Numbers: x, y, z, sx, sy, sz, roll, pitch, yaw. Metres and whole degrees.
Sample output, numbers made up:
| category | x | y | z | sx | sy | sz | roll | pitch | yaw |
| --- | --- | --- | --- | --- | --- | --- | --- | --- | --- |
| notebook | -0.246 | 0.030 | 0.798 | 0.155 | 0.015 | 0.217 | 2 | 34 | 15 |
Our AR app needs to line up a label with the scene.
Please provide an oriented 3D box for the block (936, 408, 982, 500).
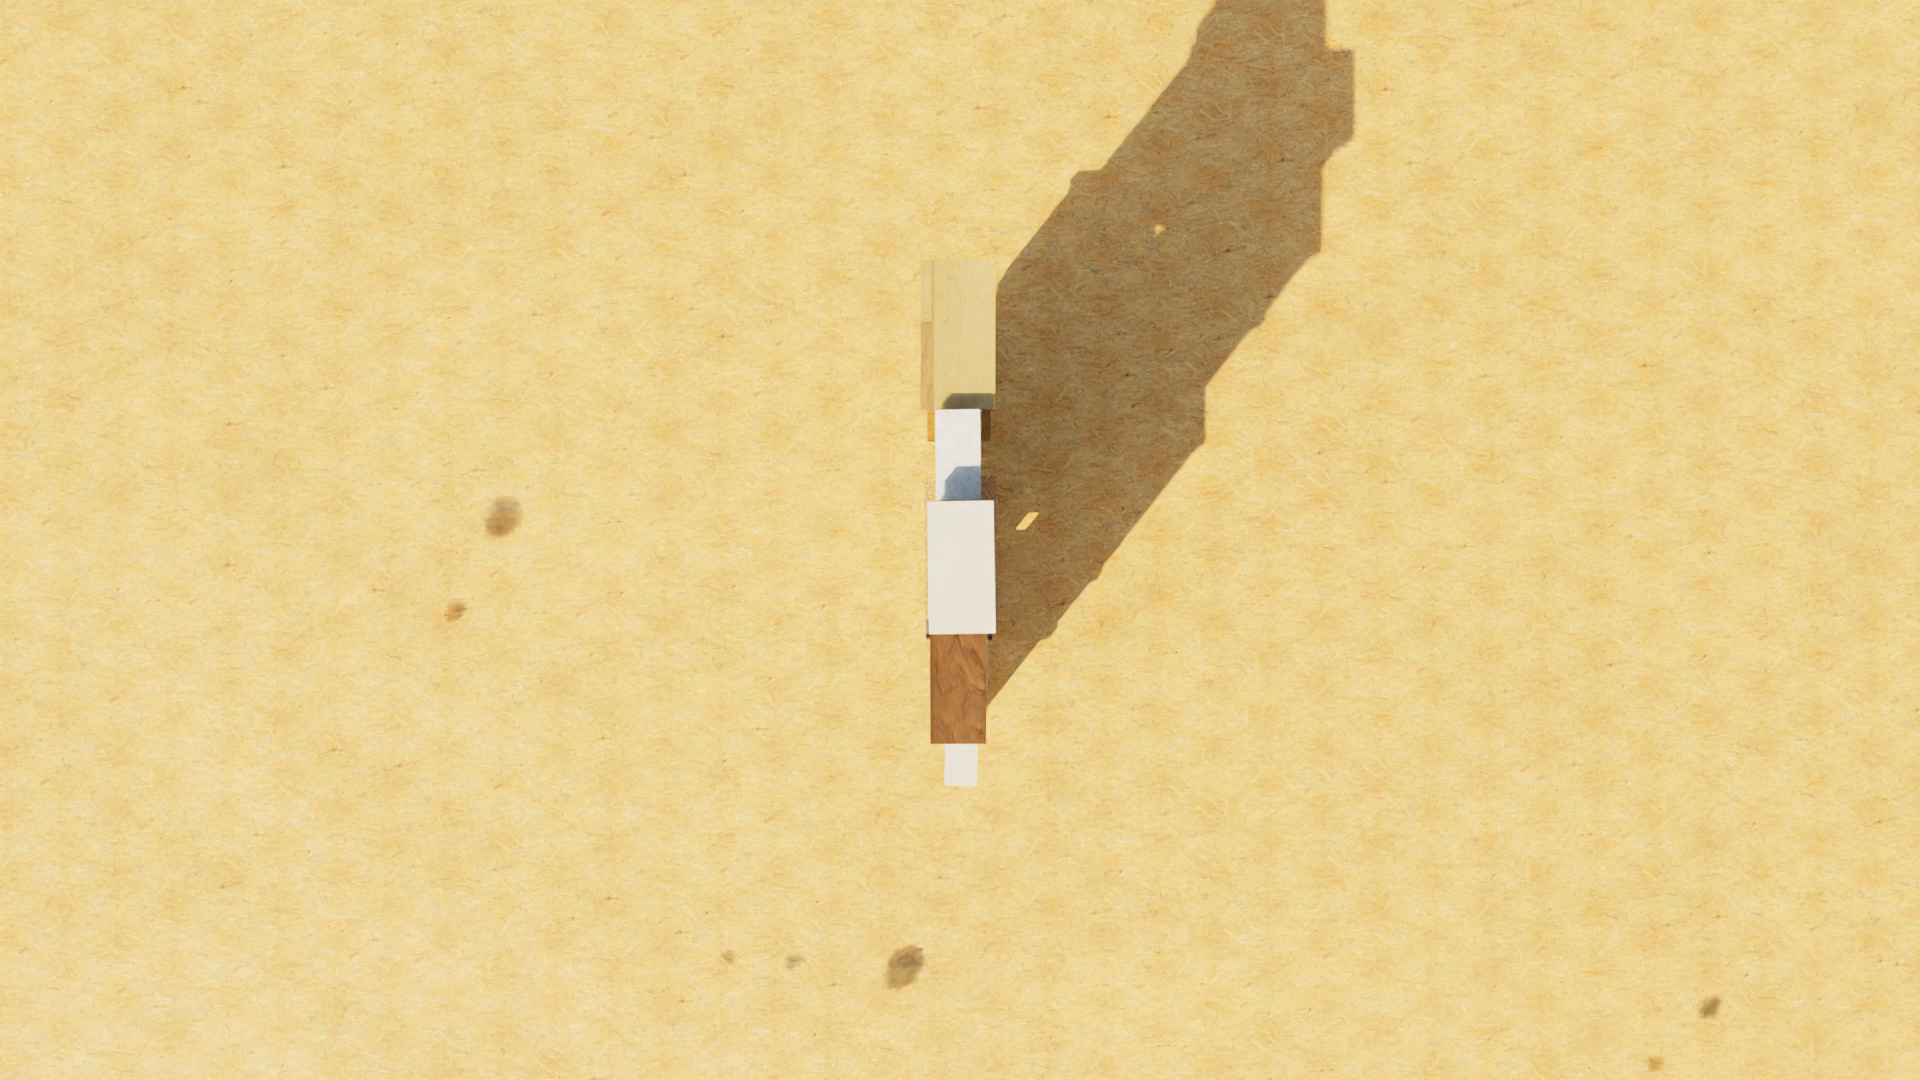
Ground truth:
| category | x | y | z | sx | sy | sz | roll | pitch | yaw |
| --- | --- | --- | --- | --- | --- | --- | --- | --- | --- |
| block | -0.004 | -0.194 | 3.756 | 0.103 | 0.029 | 0.206 | 0 | 90 | 0 |

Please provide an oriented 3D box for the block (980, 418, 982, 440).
| category | x | y | z | sx | sy | sz | roll | pitch | yaw |
| --- | --- | --- | --- | --- | --- | --- | --- | --- | --- |
| block | 0.000 | -0.262 | 3.979 | 0.103 | 0.415 | 0.029 | 0 | 90 | 0 |

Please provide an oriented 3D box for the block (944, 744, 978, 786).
| category | x | y | z | sx | sy | sz | roll | pitch | yaw |
| --- | --- | --- | --- | --- | --- | --- | --- | --- | --- |
| block | 0.004 | 0.561 | 4.350 | 0.086 | 0.024 | 0.172 | 2 | 90 | 0 |

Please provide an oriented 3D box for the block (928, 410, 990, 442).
| category | x | y | z | sx | sy | sz | roll | pitch | yaw |
| --- | --- | --- | --- | --- | --- | --- | --- | --- | --- |
| block | -0.002 | -0.414 | 4.209 | 0.161 | 0.046 | 0.322 | 0 | 90 | 0 |

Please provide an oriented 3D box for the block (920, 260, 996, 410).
| category | x | y | z | sx | sy | sz | roll | pitch | yaw |
| --- | --- | --- | --- | --- | --- | --- | --- | --- | --- |
| block | -0.004 | -0.472 | 3.818 | 0.172 | 0.049 | 0.344 | 0 | 90 | 0 |

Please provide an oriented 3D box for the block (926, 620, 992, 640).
| category | x | y | z | sx | sy | sz | roll | pitch | yaw |
| --- | --- | --- | --- | --- | --- | --- | --- | --- | --- |
| block | -0.004 | 0.089 | 4.395 | 0.174 | 0.049 | 0.347 | 0 | 90 | 0 |

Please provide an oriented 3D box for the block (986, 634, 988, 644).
| category | x | y | z | sx | sy | sz | roll | pitch | yaw |
| --- | --- | --- | --- | --- | --- | --- | --- | --- | --- |
| block | 0.003 | 0.240 | 4.240 | 0.131 | 0.261 | 0.037 | 0 | 90 | 0 |

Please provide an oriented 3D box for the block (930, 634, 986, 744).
| category | x | y | z | sx | sy | sz | roll | pitch | yaw |
| --- | --- | --- | --- | --- | --- | --- | --- | --- | --- |
| block | -0.004 | 0.339 | 3.798 | 0.128 | 0.036 | 0.257 | 0 | 90 | 0 |

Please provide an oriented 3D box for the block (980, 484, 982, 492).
| category | x | y | z | sx | sy | sz | roll | pitch | yaw |
| --- | --- | --- | --- | --- | --- | --- | --- | --- | --- |
| block | -0.003 | -0.126 | 3.874 | 0.103 | 0.206 | 0.029 | -1 | 90 | 0 |

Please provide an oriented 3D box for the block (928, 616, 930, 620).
| category | x | y | z | sx | sy | sz | roll | pitch | yaw |
| --- | --- | --- | --- | --- | --- | --- | --- | --- | --- |
| block | 0.001 | 0.158 | 3.830 | 0.147 | 0.293 | 0.042 | 0 | 90 | 0 |

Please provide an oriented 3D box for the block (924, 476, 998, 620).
| category | x | y | z | sx | sy | sz | roll | pitch | yaw |
| --- | --- | --- | --- | --- | --- | --- | --- | --- | --- |
| block | 0.002 | 0.019 | 4.001 | 0.172 | 0.049 | 0.345 | 0 | 90 | 0 |

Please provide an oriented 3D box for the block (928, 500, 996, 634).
| category | x | y | z | sx | sy | sz | roll | pitch | yaw |
| --- | --- | --- | --- | --- | --- | --- | --- | --- | --- |
| block | 0.003 | 0.060 | 3.663 | 0.147 | 0.042 | 0.293 | -1 | 90 | 0 |

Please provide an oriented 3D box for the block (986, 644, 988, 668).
| category | x | y | z | sx | sy | sz | roll | pitch | yaw |
| --- | --- | --- | --- | --- | --- | --- | --- | --- | --- |
| block | 0.003 | 0.252 | 4.790 | 0.157 | 0.044 | 0.314 | 0 | 90 | 0 |

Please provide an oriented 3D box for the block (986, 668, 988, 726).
| category | x | y | z | sx | sy | sz | roll | pitch | yaw |
| --- | --- | --- | --- | --- | --- | --- | --- | --- | --- |
| block | 0.002 | 0.327 | 4.091 | 0.131 | 0.037 | 0.261 | 0 | 90 | 0 |

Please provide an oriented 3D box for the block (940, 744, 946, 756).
| category | x | y | z | sx | sy | sz | roll | pitch | yaw |
| --- | --- | --- | --- | --- | --- | --- | --- | --- | --- |
| block | -0.004 | 0.528 | 4.884 | 0.113 | 0.032 | 0.226 | 0 | 90 | 0 |
